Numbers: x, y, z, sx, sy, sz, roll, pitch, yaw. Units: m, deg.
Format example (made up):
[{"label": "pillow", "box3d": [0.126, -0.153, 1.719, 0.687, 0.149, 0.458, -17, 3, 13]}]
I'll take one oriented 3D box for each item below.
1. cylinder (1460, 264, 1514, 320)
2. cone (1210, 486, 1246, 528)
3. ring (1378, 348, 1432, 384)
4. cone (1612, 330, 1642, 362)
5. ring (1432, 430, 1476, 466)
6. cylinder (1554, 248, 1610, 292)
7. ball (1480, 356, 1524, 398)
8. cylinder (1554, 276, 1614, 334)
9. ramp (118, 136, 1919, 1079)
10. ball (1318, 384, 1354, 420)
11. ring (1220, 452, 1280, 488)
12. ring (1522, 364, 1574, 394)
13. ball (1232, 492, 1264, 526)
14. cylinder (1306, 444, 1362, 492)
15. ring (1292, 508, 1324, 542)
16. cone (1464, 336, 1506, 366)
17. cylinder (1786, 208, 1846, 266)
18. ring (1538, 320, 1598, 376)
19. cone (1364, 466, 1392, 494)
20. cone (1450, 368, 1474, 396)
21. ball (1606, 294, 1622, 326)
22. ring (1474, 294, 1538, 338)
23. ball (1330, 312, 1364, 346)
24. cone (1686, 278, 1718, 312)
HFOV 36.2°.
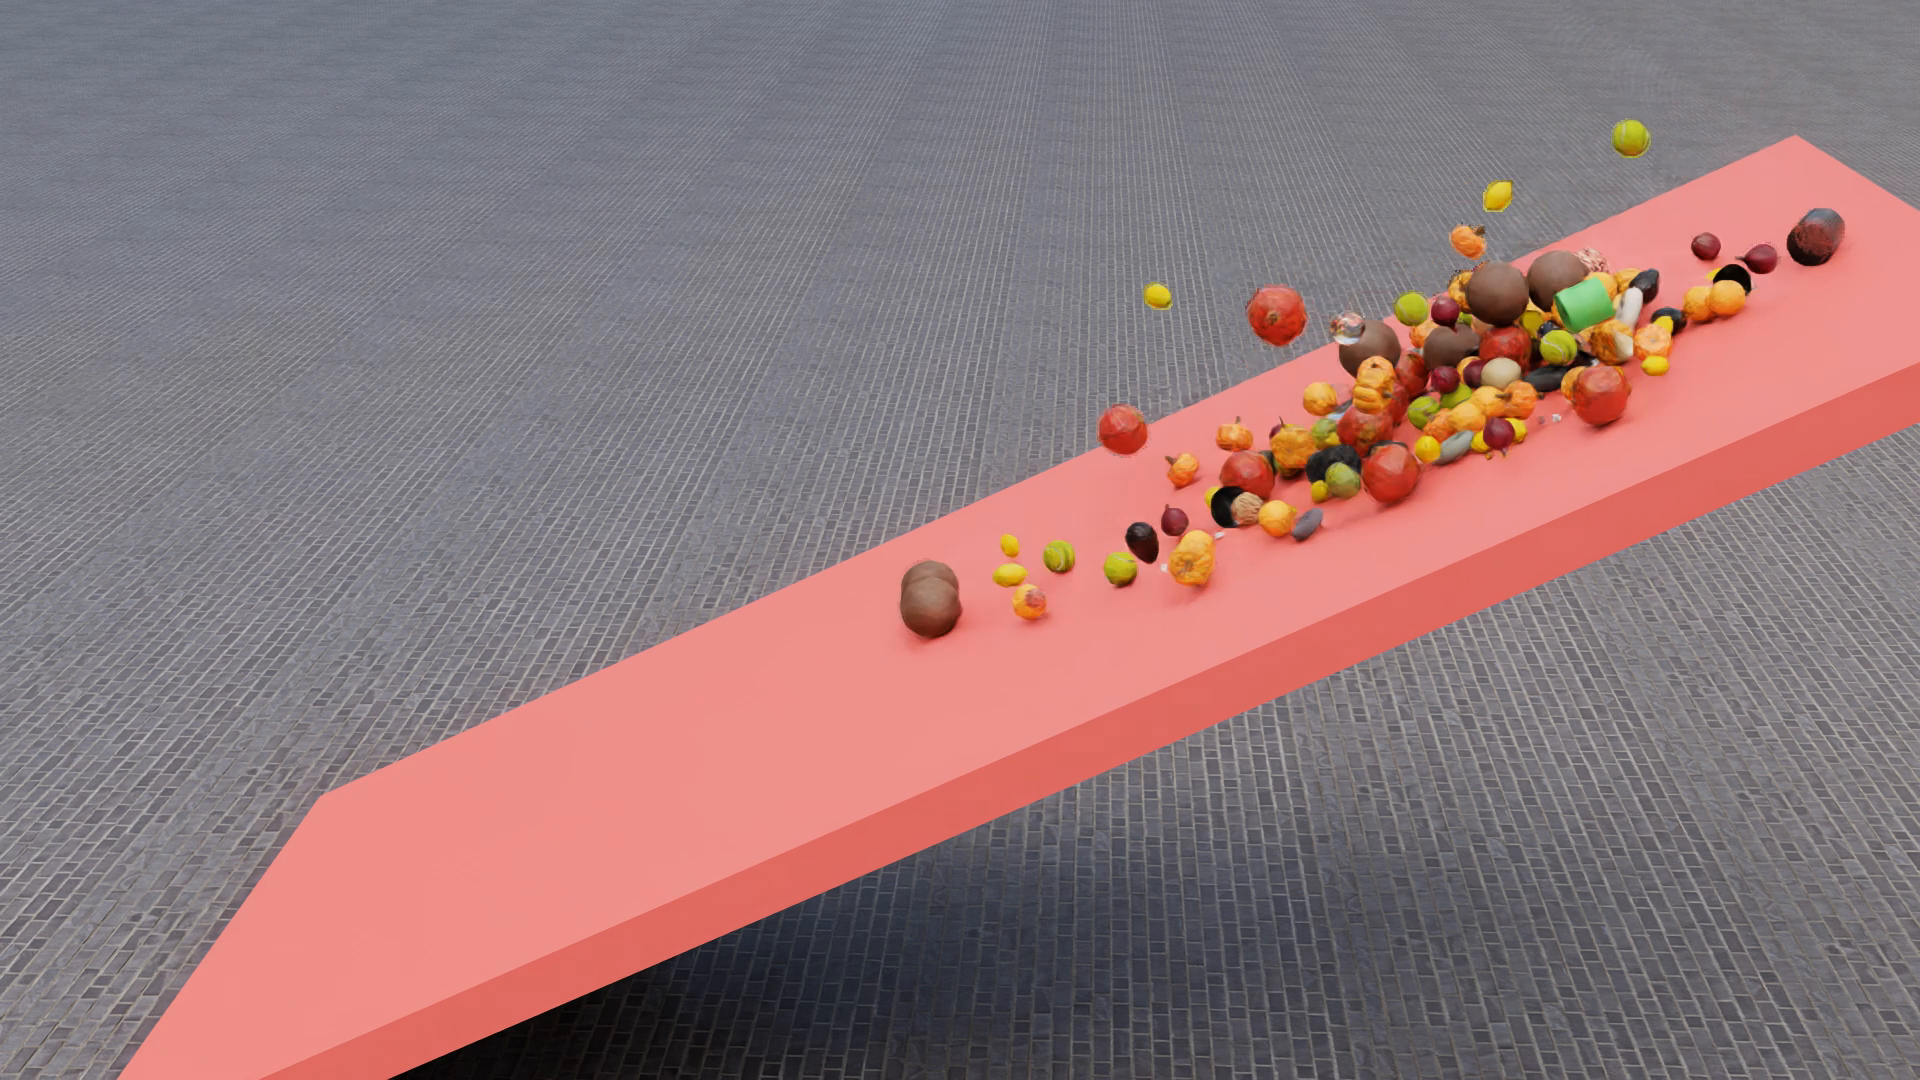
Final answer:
[{"label": "cylinder", "box3d": [1.157, -0.545, 6.459, 0.088, 0.088, 0.088, -32, 13, 9]}, {"label": "cone", "box3d": [0.568, -0.063, 6.046, 0.088, 0.088, 0.088, 6, -4, 20]}, {"label": "ring", "box3d": [0.982, -0.383, 6.494, 0.126, 0.042, 0.126, -24, 14, 7]}, {"label": "cone", "box3d": [1.283, -0.387, 5.710, 0.060, 0.060, 0.060, -38, 9, 7]}, {"label": "ring", "box3d": [0.965, -0.181, 5.742, 0.097, 0.032, 0.097, -35, 6, 4]}, {"label": "cylinder", "box3d": [1.364, -0.586, 6.451, 0.085, 0.085, 0.085, 15, 39, 42]}, {"label": "ball", "box3d": [1.090, -0.326, 5.919, 0.084, 0.084, 0.084, 0, 16, 0]}, {"label": "cylinder", "box3d": [1.206, -0.453, 5.682, 0.086, 0.086, 0.086, -24, 16, 2]}, {"label": "ramp", "box3d": [0.136, 0.169, 6.282, 4.000, 0.100, 2.000, -24, 13, 9]}, {"label": "ball", "box3d": [0.800, -0.294, 6.252, 0.078, 0.078, 0.078, 0, 16, 0]}, {"label": "ring", "box3d": [0.618, -0.148, 6.267, 0.135, 0.045, 0.135, -21, 15, 6]}, {"label": "ring", "box3d": [1.181, -0.324, 5.897, 0.108, 0.036, 0.108, -20, 12, 4]}, {"label": "ball", "box3d": [0.583, -0.063, 5.958, 0.067, 0.067, 0.067, 0, 16, 0]}, {"label": "cylinder", "box3d": [0.751, -0.146, 5.906, 0.080, 0.080, 0.080, -10, -6, -31]}, {"label": "ring", "box3d": [0.674, -0.030, 5.705, 0.026, 0.078, 0.078, 40, 15, -7]}, {"label": "cone", "box3d": [1.094, -0.391, 6.156, 0.083, 0.083, 0.083, 6, 17, 17]}, {"label": "cylinder", "box3d": [1.707, -0.604, 5.862, 0.091, 0.091, 0.091, 10, 31, 30]}, {"label": "ring", "box3d": [1.211, -0.382, 5.857, 0.141, 0.047, 0.141, 31, 27, -17]}, {"label": "cone", "box3d": [0.829, -0.118, 5.801, 0.053, 0.053, 0.053, 1, 16, -1]}, {"label": "cone", "box3d": [1.045, -0.339, 6.174, 0.055, 0.055, 0.055, -25, 13, 6]}, {"label": "ball", "box3d": [1.360, -0.469, 6.046, 0.070, 0.070, 0.070, 0, 16, 0]}, {"label": "ring", "box3d": [1.203, -0.494, 6.482, 0.149, 0.050, 0.149, -25, 13, 6]}, {"label": "ball", "box3d": [0.739, -0.404, 5.610, 0.065, 0.065, 0.065, 0, 16, 0]}, {"label": "cone", "box3d": [1.483, -0.477, 5.921, 0.077, 0.077, 0.077, -2, -19, -9]}]
